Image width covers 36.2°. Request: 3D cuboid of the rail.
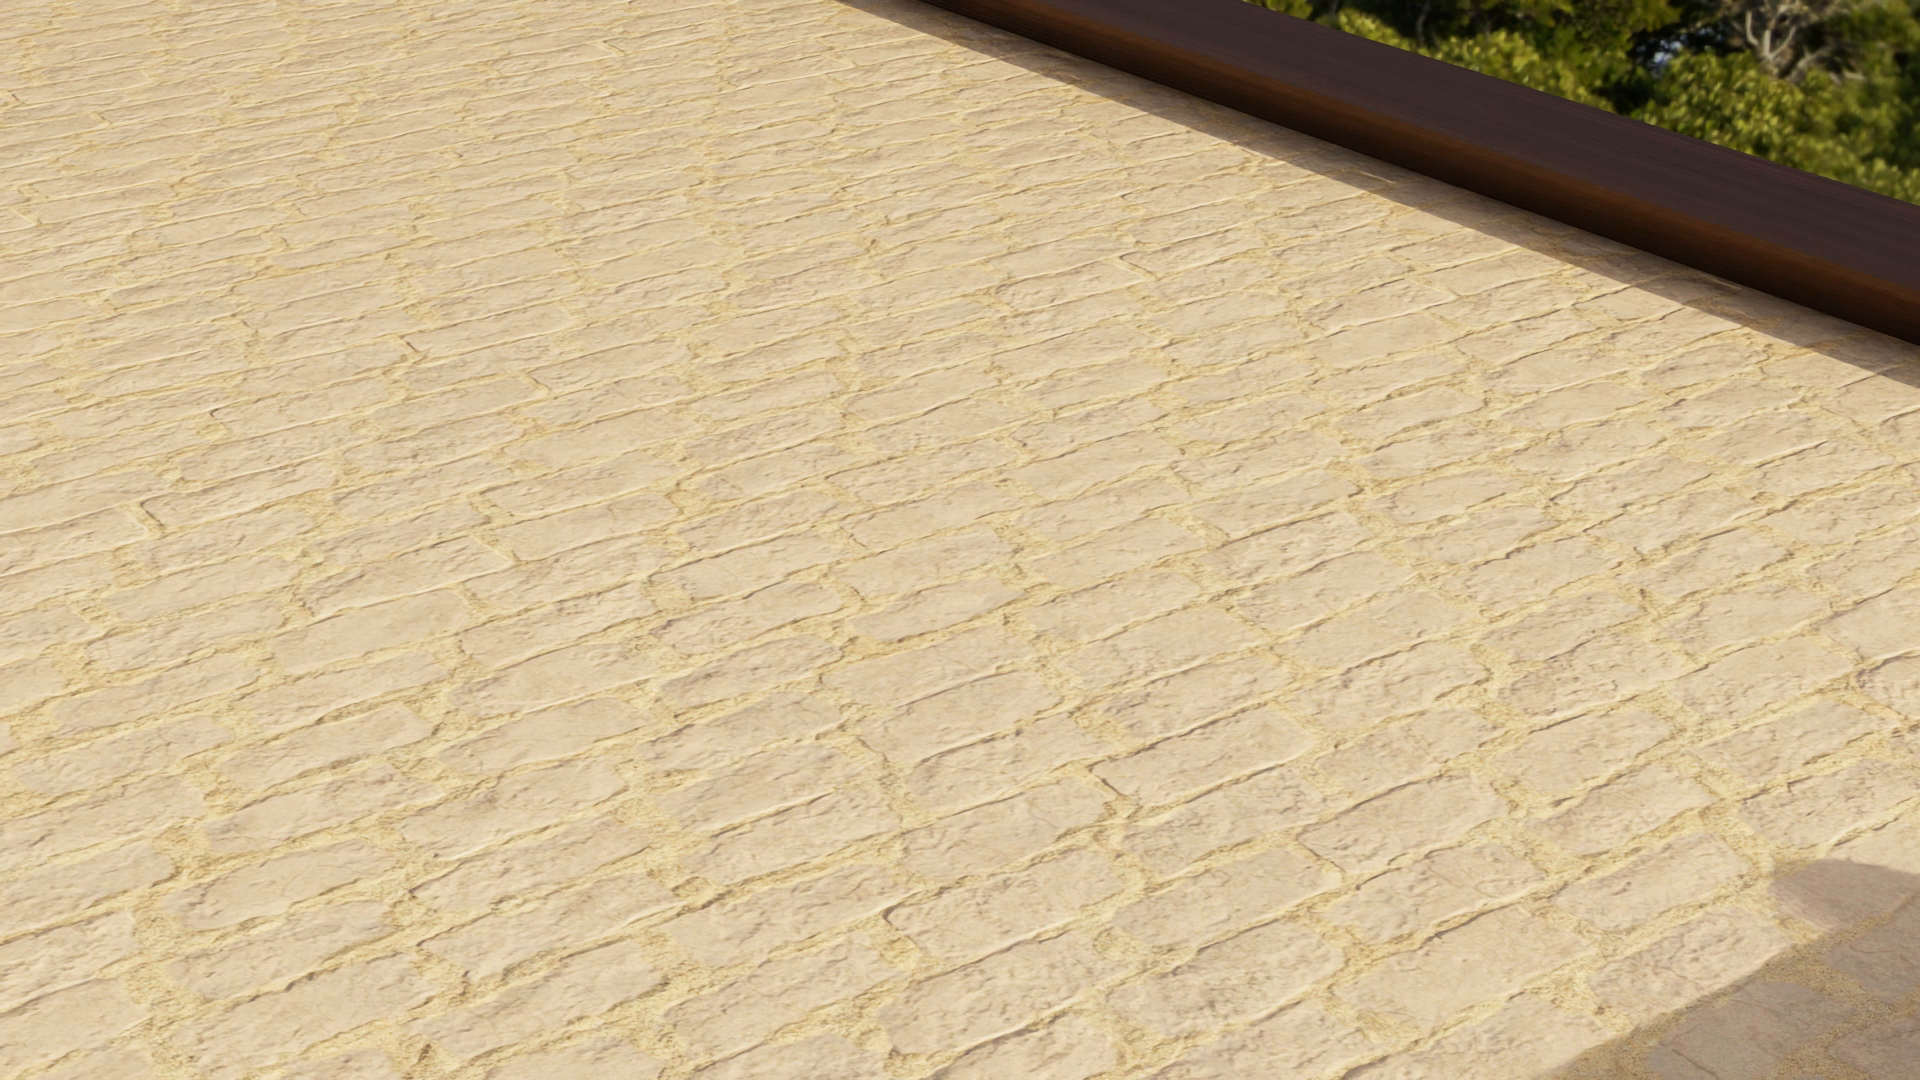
[{"bbox_3d":[0.223,-0.580,3.384,0.045,0.125,3.849,-17,30,-33],"label":"rail"}]
